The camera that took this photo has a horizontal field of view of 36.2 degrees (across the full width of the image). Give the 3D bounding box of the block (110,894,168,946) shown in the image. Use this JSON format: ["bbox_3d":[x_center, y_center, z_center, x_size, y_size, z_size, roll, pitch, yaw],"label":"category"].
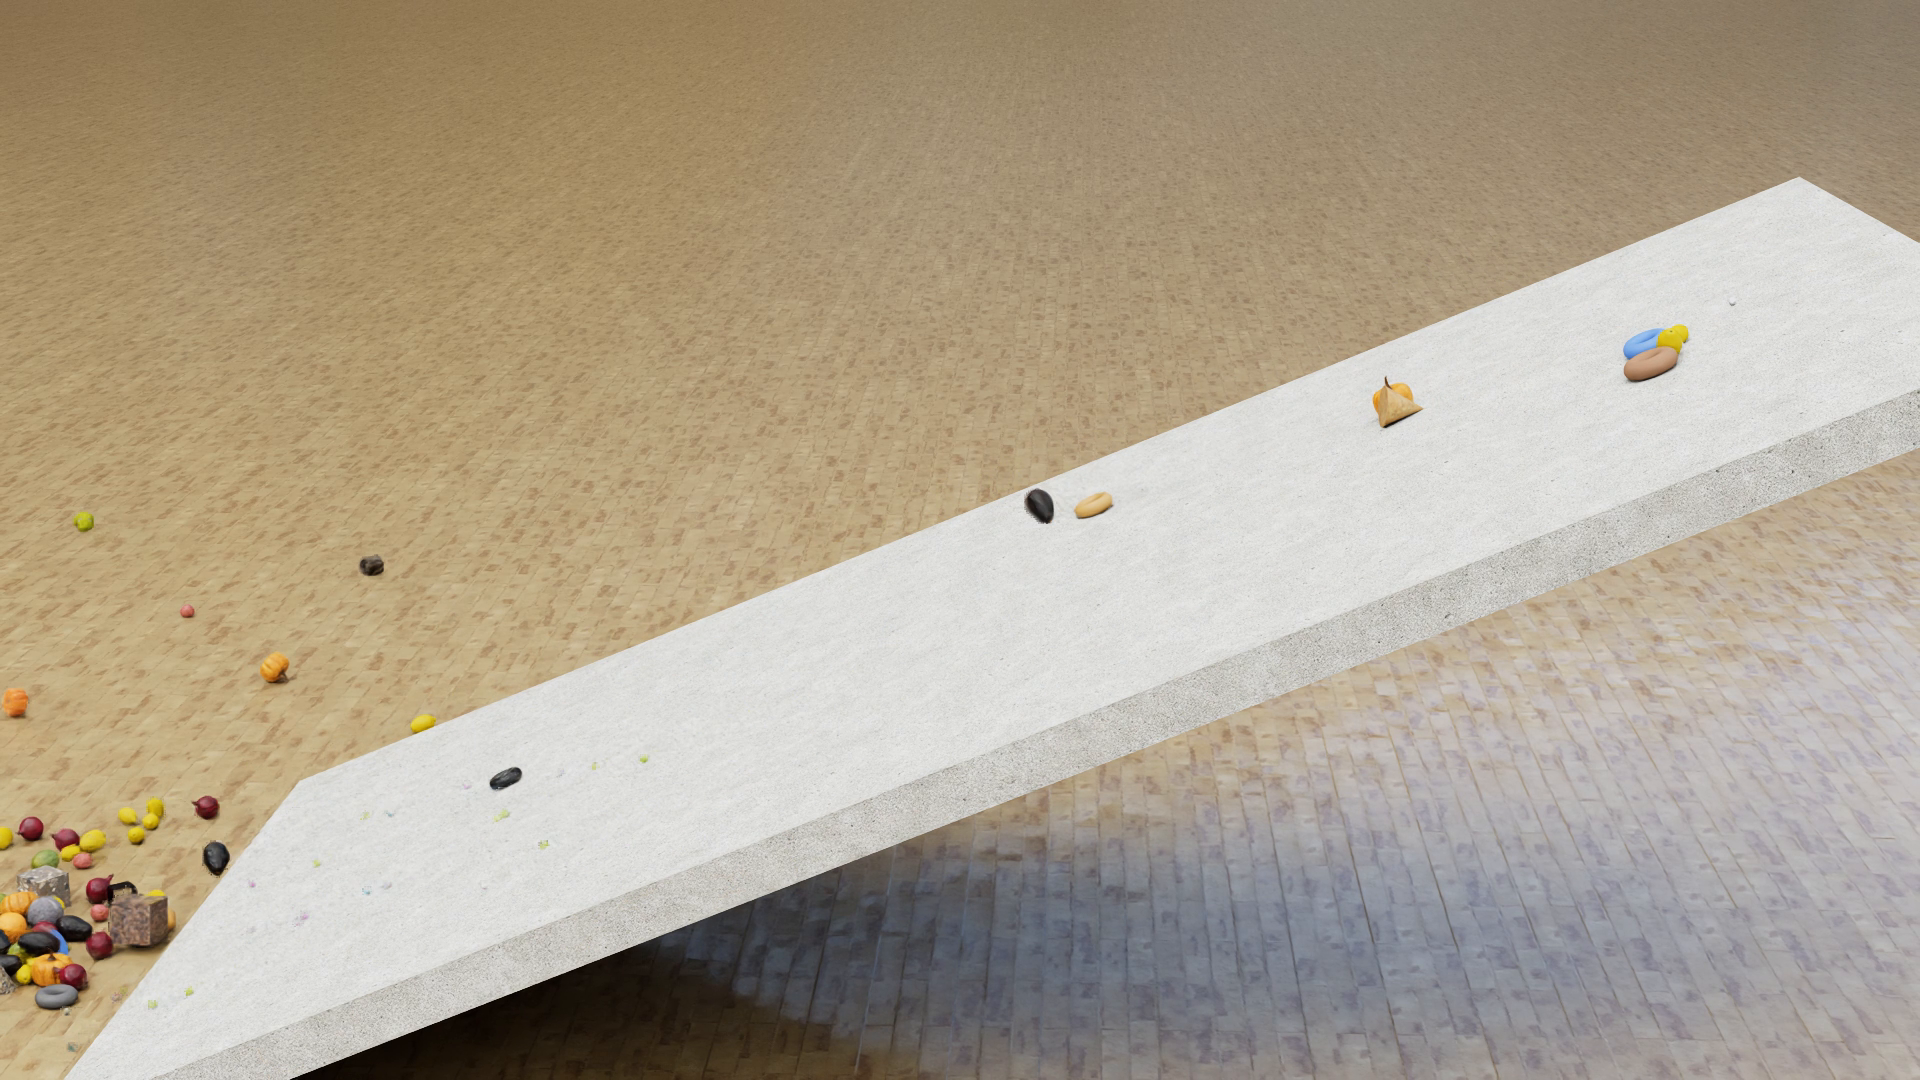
[{"bbox_3d":[-1.862,0.862,6.676,0.094,0.094,0.094,2,4,9],"label":"block"}]

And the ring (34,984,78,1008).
[{"bbox_3d":[-1.959,0.990,6.375,0.091,0.030,0.091,1,14,0],"label":"ring"}]

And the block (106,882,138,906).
[{"bbox_3d":[-1.969,0.839,6.914,0.052,0.052,0.052,-11,18,-35],"label":"block"}]

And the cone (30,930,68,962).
[{"bbox_3d":[-2.060,0.926,6.611,0.077,0.077,0.077,-25,11,10],"label":"cone"}]

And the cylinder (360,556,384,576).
[{"bbox_3d":[-1.964,0.087,9.820,0.057,0.057,0.057,-12,19,-40],"label":"cylinder"}]

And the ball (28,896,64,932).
[{"bbox_3d":[-2.104,0.862,6.767,0.081,0.081,0.081,0,14,0],"label":"ball"}]

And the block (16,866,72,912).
[{"bbox_3d":[-2.152,0.824,6.907,0.084,0.084,0.084,11,18,35],"label":"block"}]

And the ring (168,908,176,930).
[{"bbox_3d":[-1.868,0.879,6.789,0.117,0.039,0.117,1,15,0],"label":"ring"}]

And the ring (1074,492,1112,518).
[{"bbox_3d":[0.305,-0.079,6.709,0.094,0.031,0.094,-24,13,6],"label":"ring"}]

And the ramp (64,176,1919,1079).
[{"bbox_3d":[0.128,0.172,6.287,4.000,0.100,2.000,-22,12,8],"label":"ramp"}]

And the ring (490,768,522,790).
[{"bbox_3d":[-1.015,0.533,6.572,0.079,0.026,0.079,-24,11,5],"label":"ring"}]

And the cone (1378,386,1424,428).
[{"bbox_3d":[0.959,-0.286,6.354,0.091,0.091,0.091,3,14,-5],"label":"cone"}]

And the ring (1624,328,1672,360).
[{"bbox_3d":[1.409,-0.401,6.029,0.102,0.034,0.102,-24,15,7],"label":"ring"}]

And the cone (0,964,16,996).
[{"bbox_3d":[-2.102,0.954,6.441,0.065,0.065,0.065,0,14,0],"label":"cone"}]

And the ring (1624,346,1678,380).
[{"bbox_3d":[1.379,-0.352,5.873,0.111,0.037,0.111,-24,11,5],"label":"ring"}]
